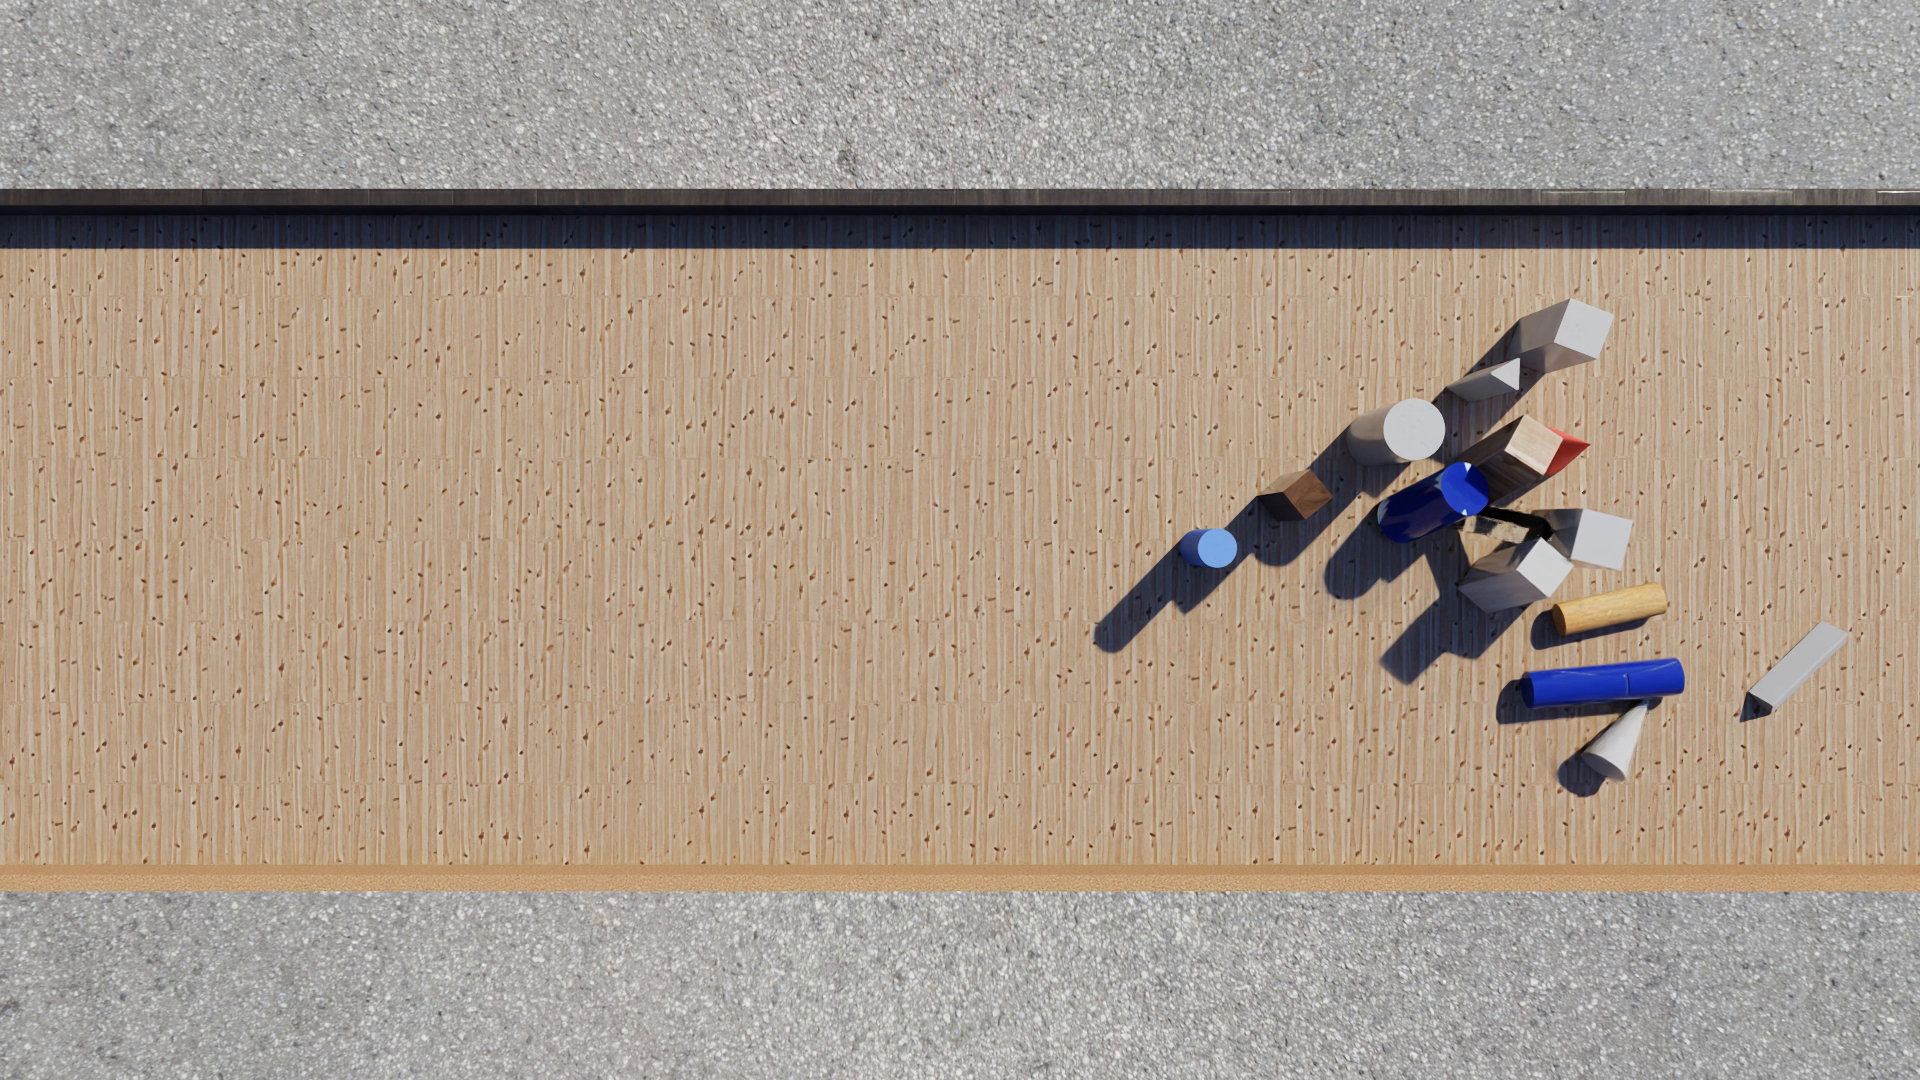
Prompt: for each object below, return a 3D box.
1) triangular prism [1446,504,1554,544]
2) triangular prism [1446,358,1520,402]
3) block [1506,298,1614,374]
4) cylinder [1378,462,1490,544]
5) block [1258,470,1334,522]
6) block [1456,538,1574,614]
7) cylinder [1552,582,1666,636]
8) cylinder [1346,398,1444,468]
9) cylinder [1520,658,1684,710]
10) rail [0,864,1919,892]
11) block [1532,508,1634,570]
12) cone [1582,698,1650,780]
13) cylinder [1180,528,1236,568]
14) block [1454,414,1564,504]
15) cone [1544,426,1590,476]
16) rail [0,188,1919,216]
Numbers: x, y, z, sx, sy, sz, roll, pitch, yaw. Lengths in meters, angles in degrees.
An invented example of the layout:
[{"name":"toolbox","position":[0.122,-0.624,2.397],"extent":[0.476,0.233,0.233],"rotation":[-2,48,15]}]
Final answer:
[{"name":"triangular prism","position":[1.586,-0.069,4.918],"extent":[0.093,0.339,0.080],"rotation":[-40,129,-31]},{"name":"triangular prism","position":[1.555,-0.480,4.863],"extent":[0.090,0.428,0.078],"rotation":[32,90,0]},{"name":"block","position":[1.763,-0.597,4.868],"extent":[0.133,0.417,0.133],"rotation":[21,90,0]},{"name":"cylinder","position":[1.397,-0.106,4.886],"extent":[0.158,0.347,0.158],"rotation":[4,75,-16]},{"name":"block","position":[0.983,-0.129,4.867],"extent":[0.102,0.418,0.102],"rotation":[-39,90,0]},{"name":"block","position":[1.631,0.109,4.866],"extent":[0.123,0.404,0.123],"rotation":[41,79,0]},{"name":"cylinder","position":[1.978,0.210,5.026],"extent":[0.311,0.101,0.101],"rotation":[-13,90,0]},{"name":"cylinder","position":[1.276,-0.311,4.855],"extent":[0.174,0.443,0.174],"rotation":[0,90,0]},{"name":"cylinder","position":[1.954,0.437,5.019],"extent":[0.455,0.115,0.115],"rotation":[-5,90,0]},{"name":"rail","position":[-2.247,1.025,5.001],"extent":[12.000,0.150,0.050],"rotation":[0,90,0]},{"name":"block","position":[1.817,-0.003,4.871],"extent":[0.146,0.410,0.146],"rotation":[14,90,0]},{"name":"cone","position":[2.043,0.570,5.042],"extent":[0.141,0.141,0.305],"rotation":[38,77,0]},{"name":"cylinder","position":[0.732,0.023,4.882],"extent":[0.111,0.389,0.111],"rotation":[0,90,0]},{"name":"block","position":[1.583,-0.221,4.847],"extent":[0.130,0.439,0.130],"rotation":[33,75,0]},{"name":"cone","position":[1.805,-0.273,4.896],"extent":[0.150,0.360,0.150],"rotation":[0,90,0]},{"name":"rail","position":[-2.247,-1.025,5.002],"extent":[12.000,0.150,0.050],"rotation":[0,90,0]}]
